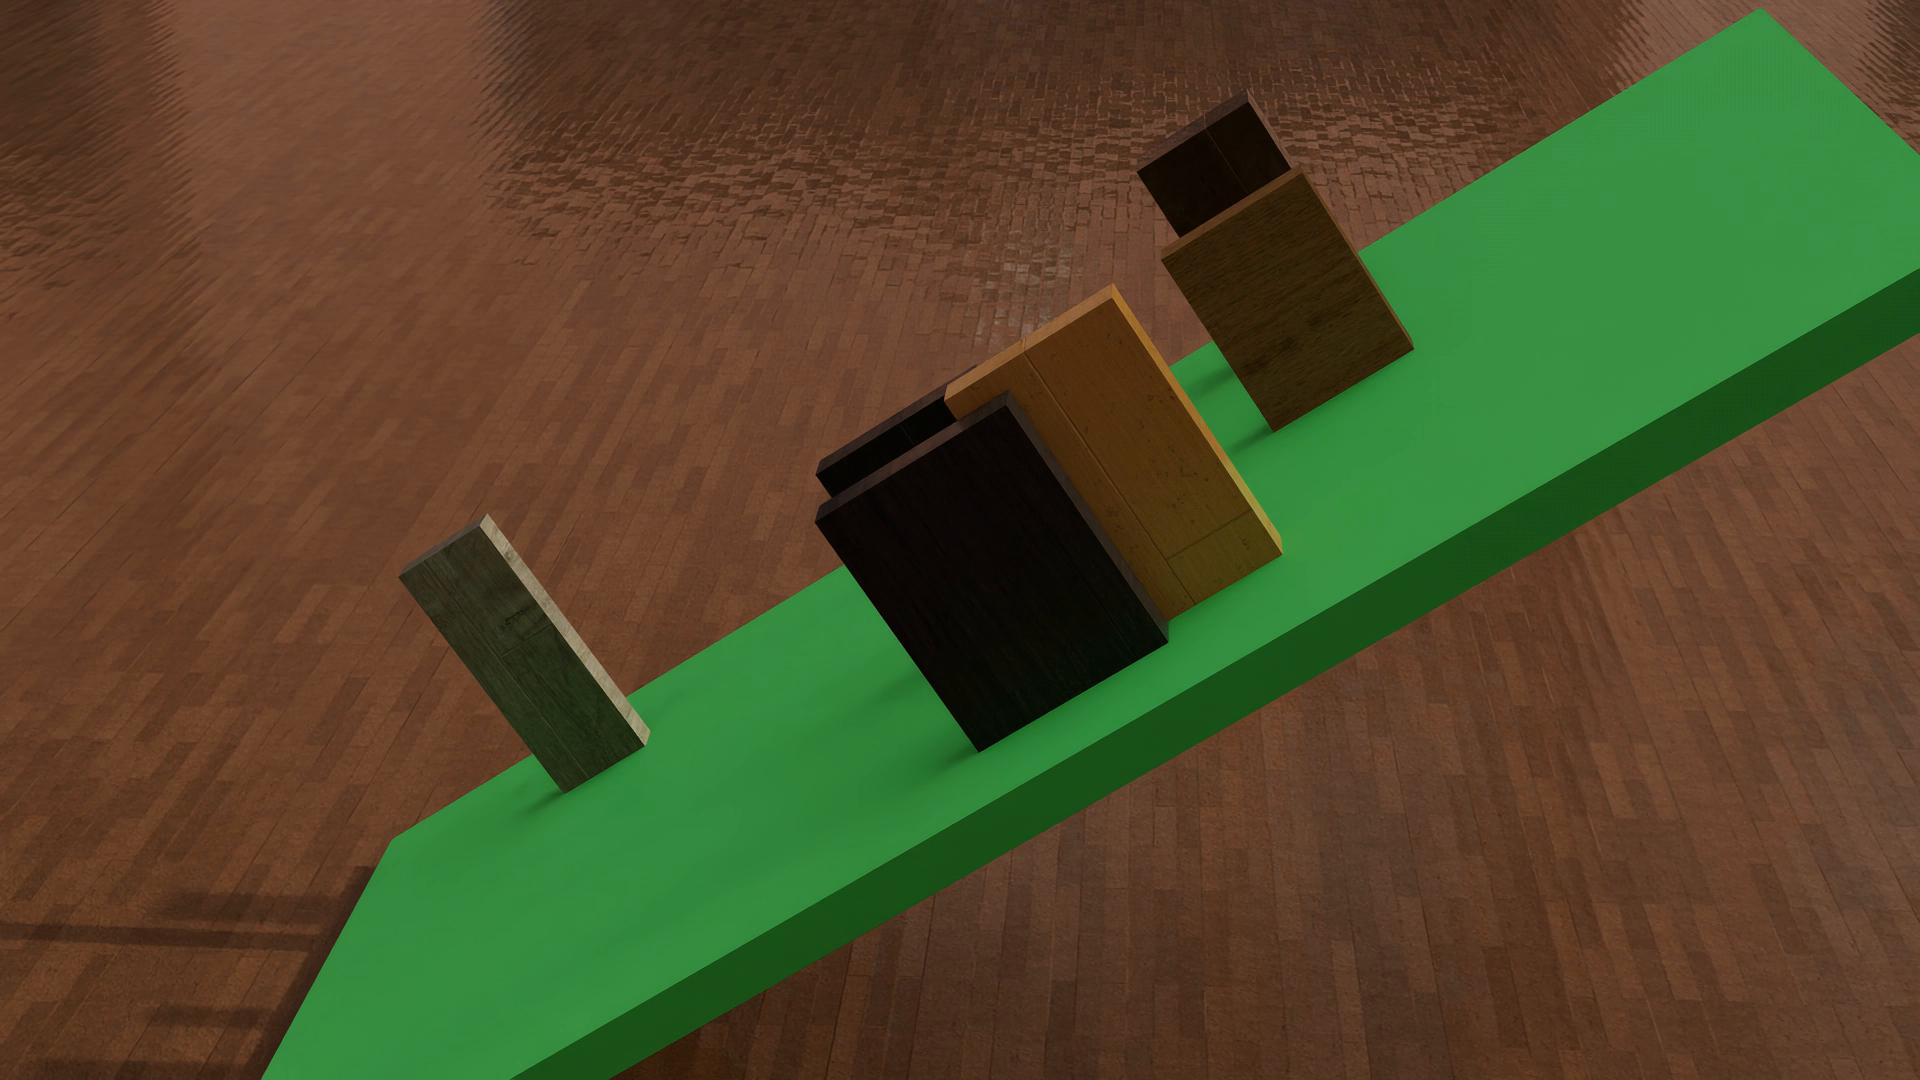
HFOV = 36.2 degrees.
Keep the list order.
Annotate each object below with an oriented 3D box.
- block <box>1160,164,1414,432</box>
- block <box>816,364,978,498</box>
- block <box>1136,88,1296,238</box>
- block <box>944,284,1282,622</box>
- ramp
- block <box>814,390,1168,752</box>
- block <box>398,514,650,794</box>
[{"bbox_3d":[0.683,-0.502,6.140,0.341,0.446,0.082,-31,16,14],"label":"block"},{"bbox_3d":[0.006,-0.049,6.096,0.389,0.500,0.089,-31,16,14],"label":"block"},{"bbox_3d":[0.665,-0.710,6.654,0.293,0.528,0.145,-31,16,14],"label":"block"},{"bbox_3d":[0.292,-0.133,5.556,0.371,0.596,0.098,-31,16,14],"label":"block"},{"bbox_3d":[0.139,0.171,6.297,4.000,0.100,2.000,-31,16,14],"label":"ramp"},{"bbox_3d":[0.063,0.063,5.527,0.427,0.554,0.092,-31,16,14],"label":"block"},{"bbox_3d":[-1.034,0.275,7.009,0.242,0.664,0.084,-31,16,14],"label":"block"}]
